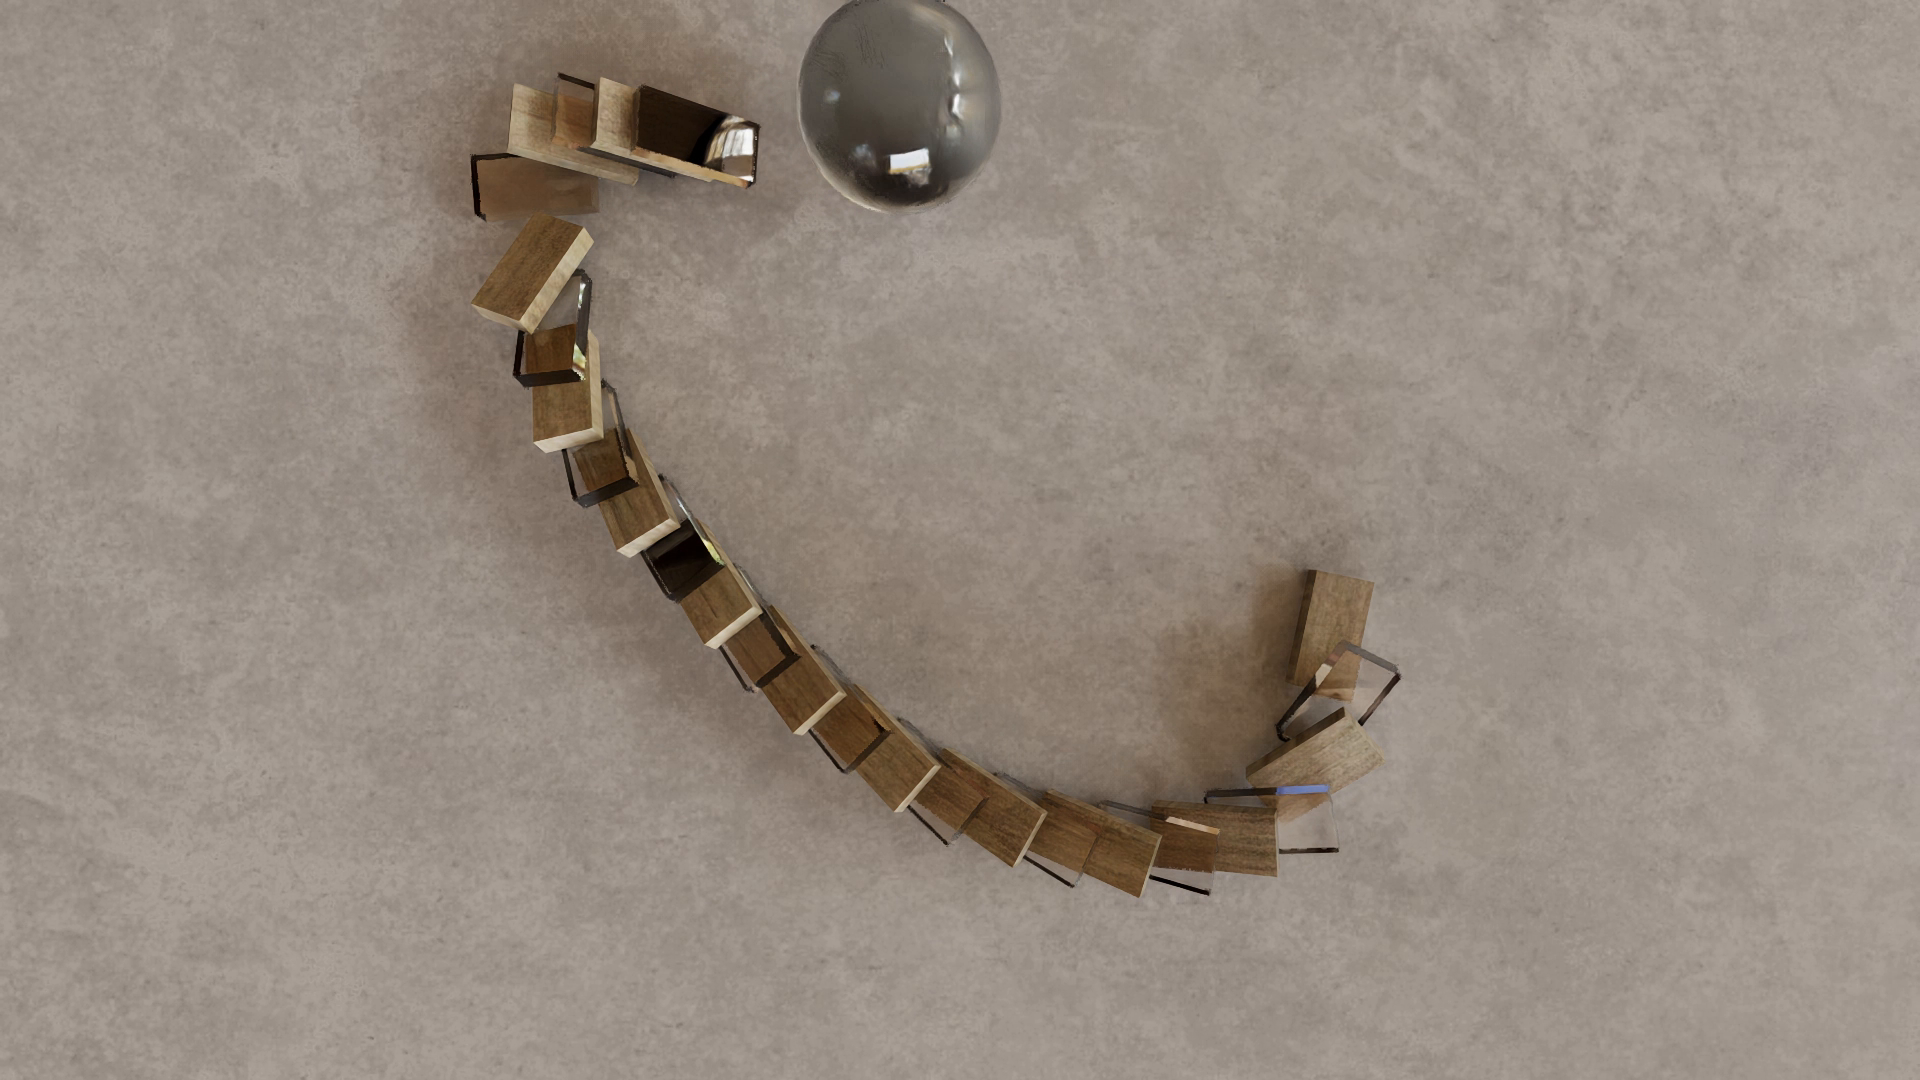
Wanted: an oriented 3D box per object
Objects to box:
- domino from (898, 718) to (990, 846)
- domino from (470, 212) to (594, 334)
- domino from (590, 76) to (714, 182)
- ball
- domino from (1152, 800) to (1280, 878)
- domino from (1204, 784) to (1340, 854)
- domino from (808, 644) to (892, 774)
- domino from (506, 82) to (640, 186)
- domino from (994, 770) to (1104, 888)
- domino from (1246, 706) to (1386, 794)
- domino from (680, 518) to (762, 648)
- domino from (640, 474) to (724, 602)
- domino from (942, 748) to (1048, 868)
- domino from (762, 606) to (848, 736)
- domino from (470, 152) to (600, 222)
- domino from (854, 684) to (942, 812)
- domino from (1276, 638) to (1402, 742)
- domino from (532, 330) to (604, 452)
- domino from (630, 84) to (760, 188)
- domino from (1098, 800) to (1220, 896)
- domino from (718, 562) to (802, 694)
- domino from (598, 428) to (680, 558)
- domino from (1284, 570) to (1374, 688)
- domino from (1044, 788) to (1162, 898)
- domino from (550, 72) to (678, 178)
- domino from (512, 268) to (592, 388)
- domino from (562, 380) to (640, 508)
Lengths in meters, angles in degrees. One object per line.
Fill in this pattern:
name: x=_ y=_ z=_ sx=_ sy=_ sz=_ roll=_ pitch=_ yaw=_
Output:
domino: x=-0.014 y=0.101 z=0.386 sx=0.050 sy=0.010 sz=0.025 roll=38 pitch=90 yaw=24
domino: x=-0.179 y=-0.113 z=0.385 sx=0.025 sy=0.010 sz=0.050 roll=21 pitch=72 yaw=13
domino: x=-0.126 y=-0.170 z=0.382 sx=0.050 sy=0.009 sz=0.025 roll=4 pitch=90 yaw=-36
ball: x=-0.024 y=-0.170 z=0.360 sx=0.080 sy=0.080 sz=0.080 roll=0 pitch=90 yaw=0
domino: x=0.107 y=0.125 z=0.385 sx=0.050 sy=0.009 sz=0.025 roll=-3 pitch=90 yaw=25
domino: x=0.131 y=0.118 z=0.385 sx=0.050 sy=0.010 sz=0.025 roll=-11 pitch=90 yaw=25
domino: x=-0.054 y=0.071 z=0.386 sx=0.025 sy=0.010 sz=0.050 roll=-45 pitch=67 yaw=0
domino: x=-0.160 y=-0.169 z=0.383 sx=0.050 sy=0.009 sz=0.025 roll=5 pitch=89 yaw=-30
domino: x=0.032 y=0.121 z=0.386 sx=0.050 sy=0.010 sz=0.025 roll=25 pitch=90 yaw=24
domino: x=0.149 y=0.095 z=0.385 sx=0.050 sy=0.010 sz=0.025 roll=-42 pitch=90 yaw=24
domino: x=-0.107 y=0.018 z=0.386 sx=0.025 sy=0.009 sz=0.050 roll=-38 pitch=67 yaw=0
domino: x=-0.123 y=-0.001 z=0.386 sx=0.025 sy=0.009 sz=0.050 roll=-38 pitch=67 yaw=0
domino: x=0.009 y=0.112 z=0.386 sx=0.050 sy=0.010 sz=0.025 roll=29 pitch=90 yaw=24
domino: x=-0.073 y=0.054 z=0.386 sx=0.025 sy=0.009 sz=0.050 roll=-42 pitch=67 yaw=0
domino: x=-0.183 y=-0.153 z=0.395 sx=0.050 sy=0.009 sz=0.025 roll=-5 pitch=90 yaw=0
domino: x=-0.034 y=0.087 z=0.386 sx=0.050 sy=0.009 sz=0.025 roll=41 pitch=90 yaw=24
domino: x=0.158 y=0.068 z=0.385 sx=0.025 sy=0.009 sz=0.050 roll=27 pitch=115 yaw=0
domino: x=-0.165 y=-0.063 z=0.386 sx=0.025 sy=0.009 sz=0.050 roll=-13 pitch=67 yaw=2
domino: x=-0.110 y=-0.167 z=0.382 sx=0.050 sy=0.010 sz=0.025 roll=4 pitch=90 yaw=-36
domino: x=0.082 y=0.129 z=0.385 sx=0.050 sy=0.010 sz=0.025 roll=9 pitch=90 yaw=24
domino: x=-0.091 y=0.037 z=0.386 sx=0.025 sy=0.009 sz=0.050 roll=-39 pitch=67 yaw=0
domino: x=-0.139 y=-0.020 z=0.386 sx=0.025 sy=0.010 sz=0.050 roll=-31 pitch=66 yaw=0
domino: x=0.159 y=0.040 z=0.395 sx=0.025 sy=0.010 sz=0.050 roll=12 pitch=90 yaw=0
domino: x=0.056 y=0.127 z=0.385 sx=0.050 sy=0.009 sz=0.025 roll=18 pitch=90 yaw=24
domino: x=-0.142 y=-0.172 z=0.382 sx=0.050 sy=0.010 sz=0.025 roll=4 pitch=90 yaw=-36
domino: x=-0.171 y=-0.090 z=0.386 sx=0.025 sy=0.009 sz=0.050 roll=-6 pitch=68 yaw=3
domino: x=-0.154 y=-0.041 z=0.386 sx=0.025 sy=0.009 sz=0.050 roll=-23 pitch=67 yaw=1
